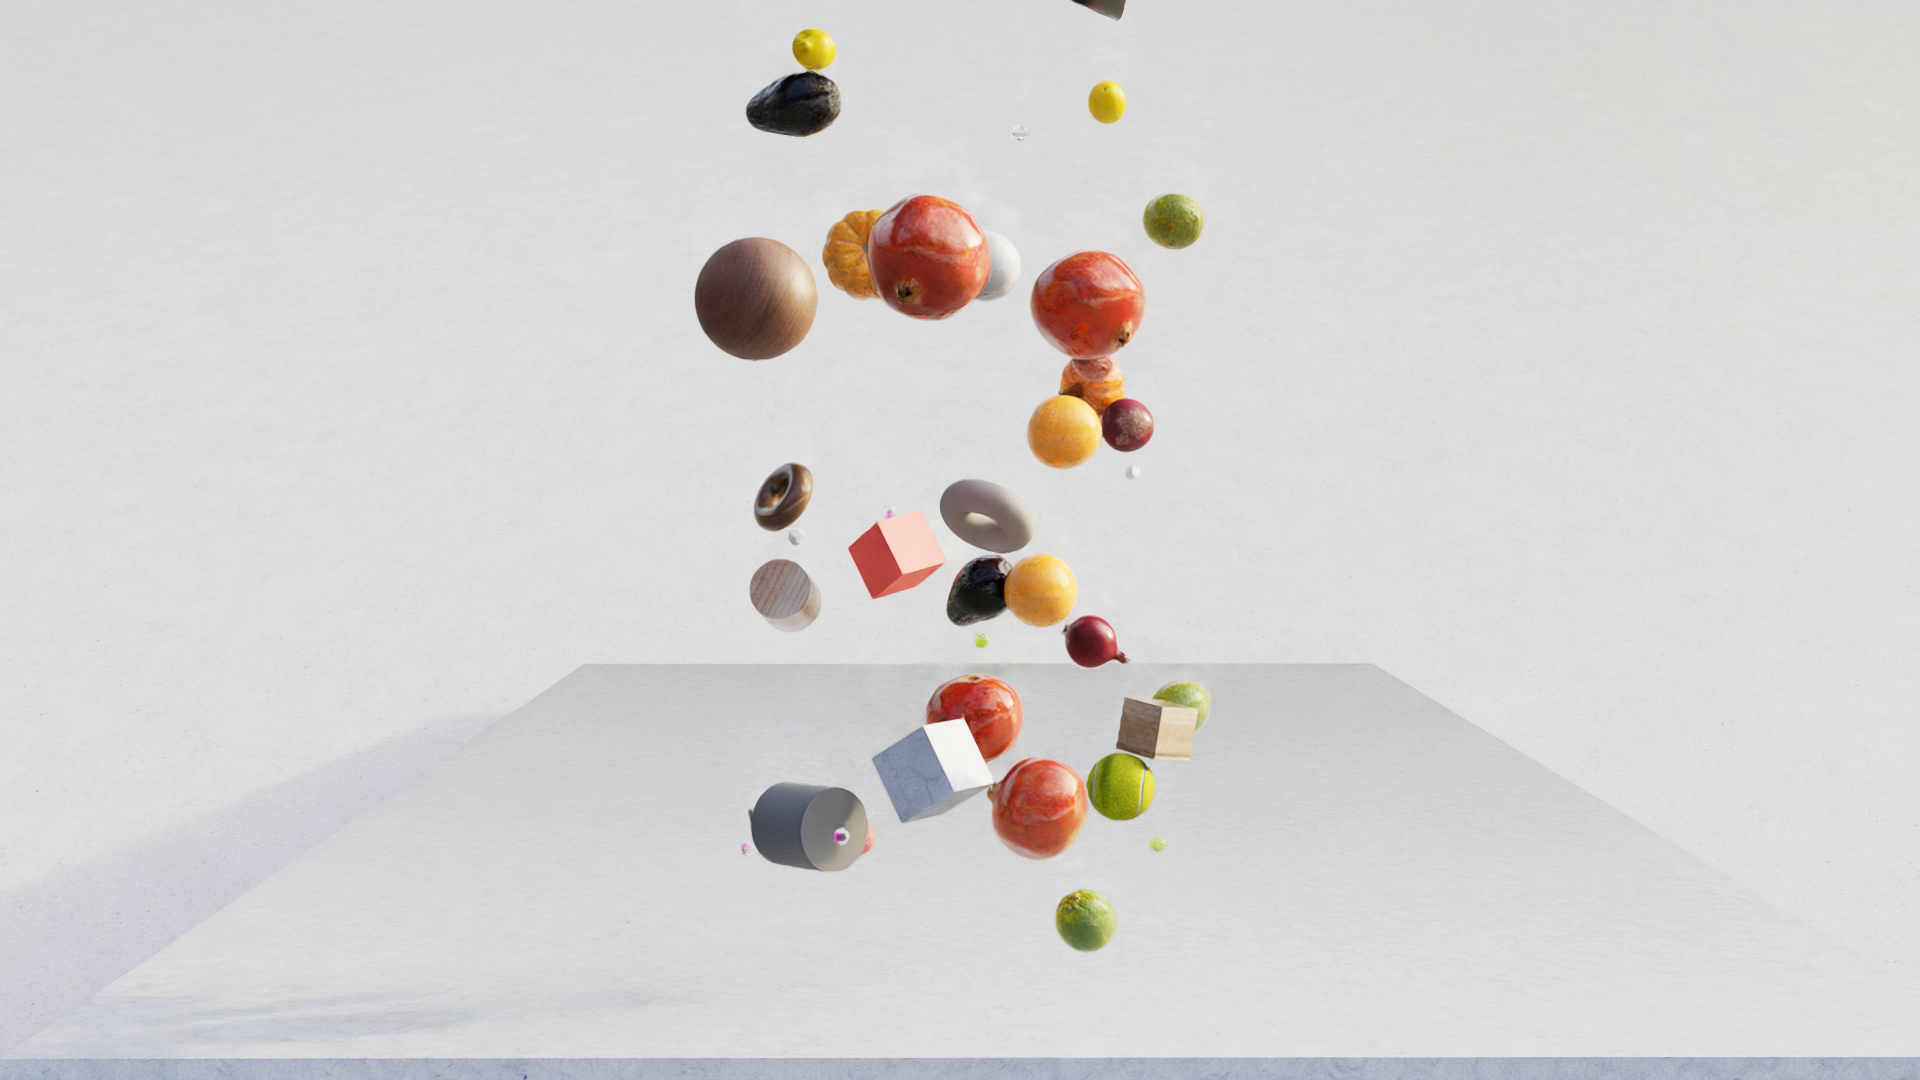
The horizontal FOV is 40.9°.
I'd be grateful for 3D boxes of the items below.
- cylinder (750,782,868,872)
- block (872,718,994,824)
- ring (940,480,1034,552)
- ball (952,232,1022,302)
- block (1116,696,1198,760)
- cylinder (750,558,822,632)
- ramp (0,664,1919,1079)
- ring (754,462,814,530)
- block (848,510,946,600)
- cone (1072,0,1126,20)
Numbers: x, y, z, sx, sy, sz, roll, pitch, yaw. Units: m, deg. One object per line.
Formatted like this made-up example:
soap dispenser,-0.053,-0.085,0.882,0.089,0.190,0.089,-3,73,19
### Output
cylinder,-0.162,0.308,2.766,0.090,0.090,0.090,-19,12,-39
block,-0.029,0.244,2.716,0.077,0.077,0.077,-34,-16,30
ring,0.030,-0.027,2.877,0.112,0.112,0.037,11,58,24
ball,0.025,-0.263,2.472,0.067,0.067,0.067,0,22,0
block,0.202,0.193,2.630,0.054,0.054,0.054,6,4,-43
cylinder,-0.183,0.059,2.704,0.065,0.065,0.065,3,-13,9
ramp,0.051,0.462,4.533,2.000,0.100,4.000,0,3,0
ring,-0.175,-0.043,2.545,0.025,0.075,0.075,35,2,-33
block,-0.067,0.016,2.718,0.062,0.062,0.062,-16,-16,-41
cone,0.104,-0.522,2.391,0.083,0.083,0.083,-6,23,-12
